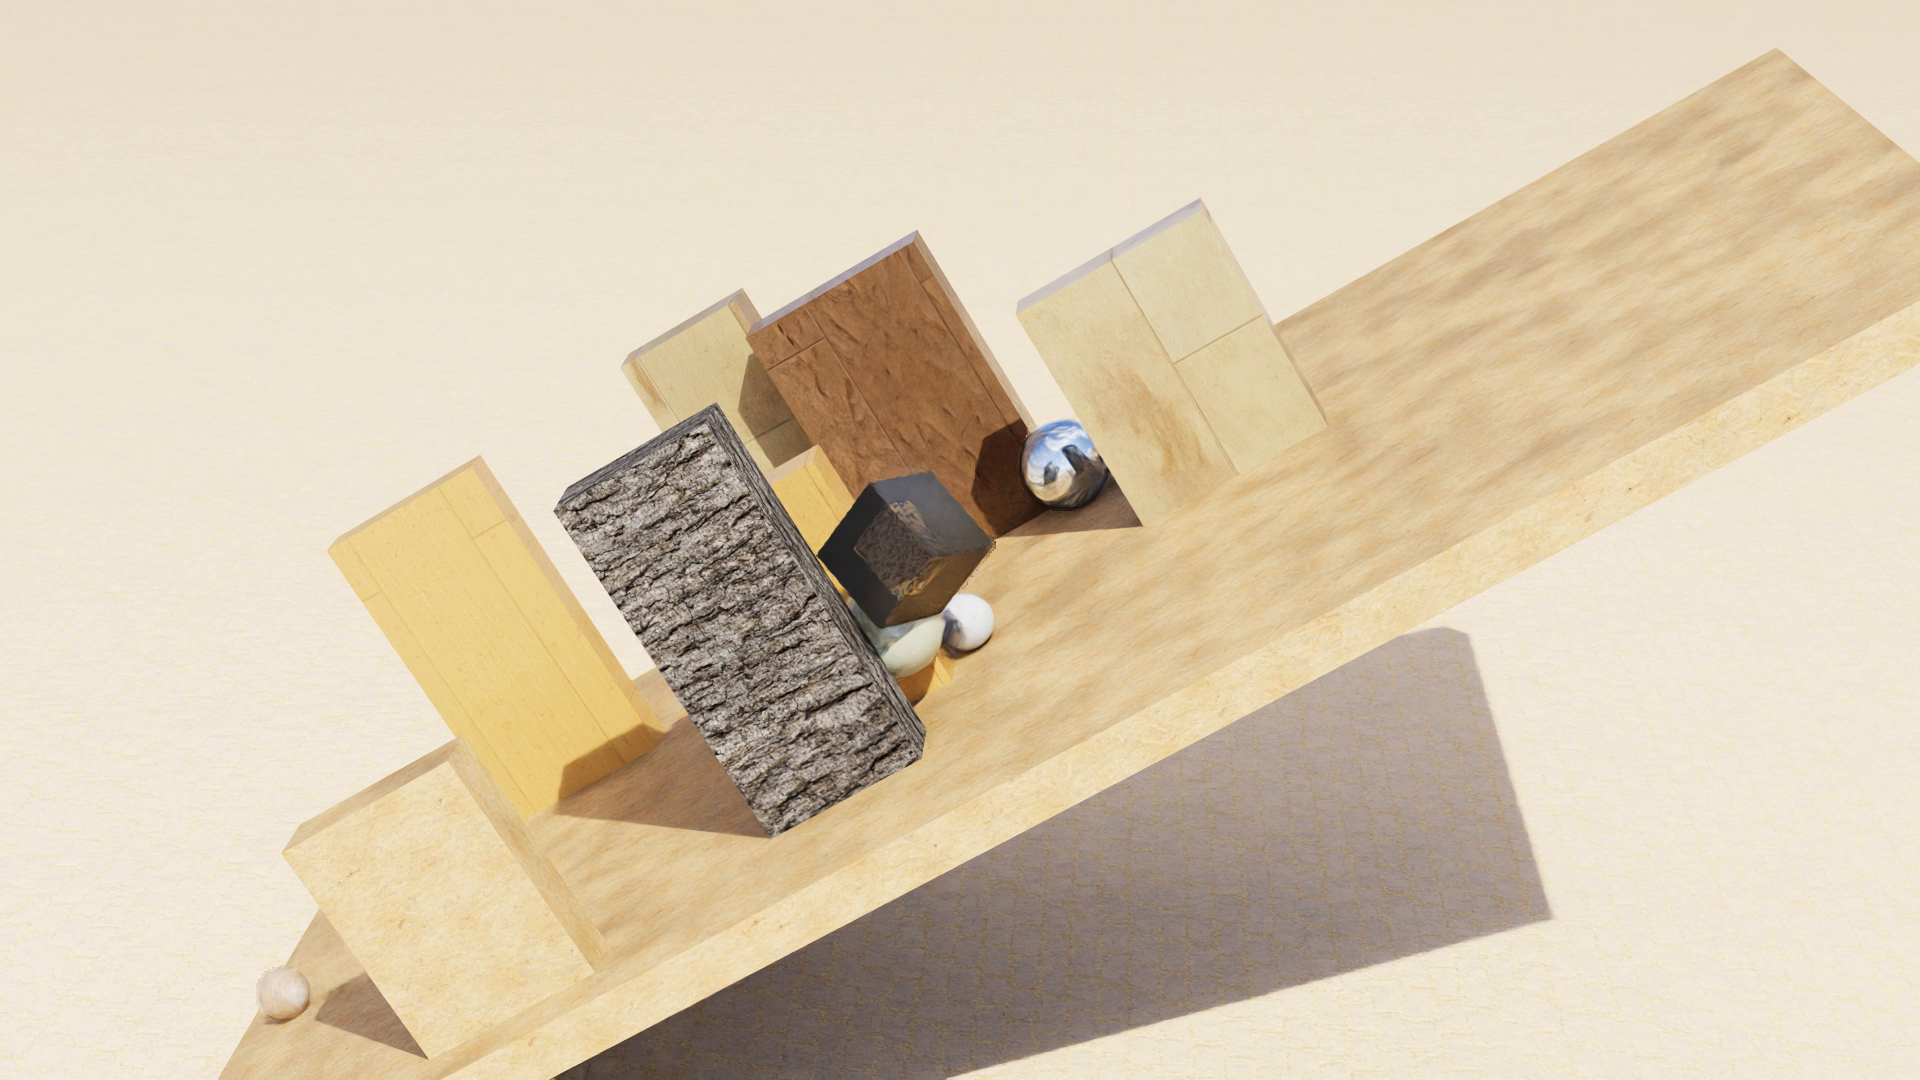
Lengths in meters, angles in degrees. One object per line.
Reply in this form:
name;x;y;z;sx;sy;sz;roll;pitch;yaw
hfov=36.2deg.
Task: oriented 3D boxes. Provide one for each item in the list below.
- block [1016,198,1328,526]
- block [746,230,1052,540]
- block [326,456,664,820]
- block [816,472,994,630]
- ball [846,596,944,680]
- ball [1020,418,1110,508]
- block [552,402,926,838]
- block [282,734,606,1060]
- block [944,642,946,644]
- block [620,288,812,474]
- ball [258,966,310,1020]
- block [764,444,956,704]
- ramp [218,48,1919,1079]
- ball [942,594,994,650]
block;0.444;-0.370;6.165;0.441;0.534;0.116;-29;15;12
block;-0.113;-0.295;6.739;0.445;0.694;0.119;-29;15;12
block;-1.065;0.235;6.783;0.401;0.780;0.095;-29;15;12
block;-0.106;0.018;5.713;0.201;0.201;0.201;49;32;19
ball;-0.137;0.175;5.875;0.208;0.208;0.208;0;19;0
ball;0.235;-0.171;6.601;0.202;0.202;0.202;0;19;0
block;-0.418;0.161;5.702;0.346;0.781;0.147;-29;15;12
block;-0.993;0.693;5.685;0.387;0.507;0.131;-29;15;12
block;-0.147;0.185;6.307;0.159;0.159;0.159;-34;15;-8
block;-0.463;-0.193;7.016;0.322;0.748;0.127;-29;15;12
ball;-1.490;0.999;6.482;0.114;0.114;0.114;0;19;0
block;-0.284;0.119;6.037;0.308;0.543;0.118;-29;15;12
ramp;0.142;0.168;6.287;4.000;0.100;2.000;-29;15;12
ball;0.011;0.170;6.110;0.119;0.119;0.119;0;19;0
